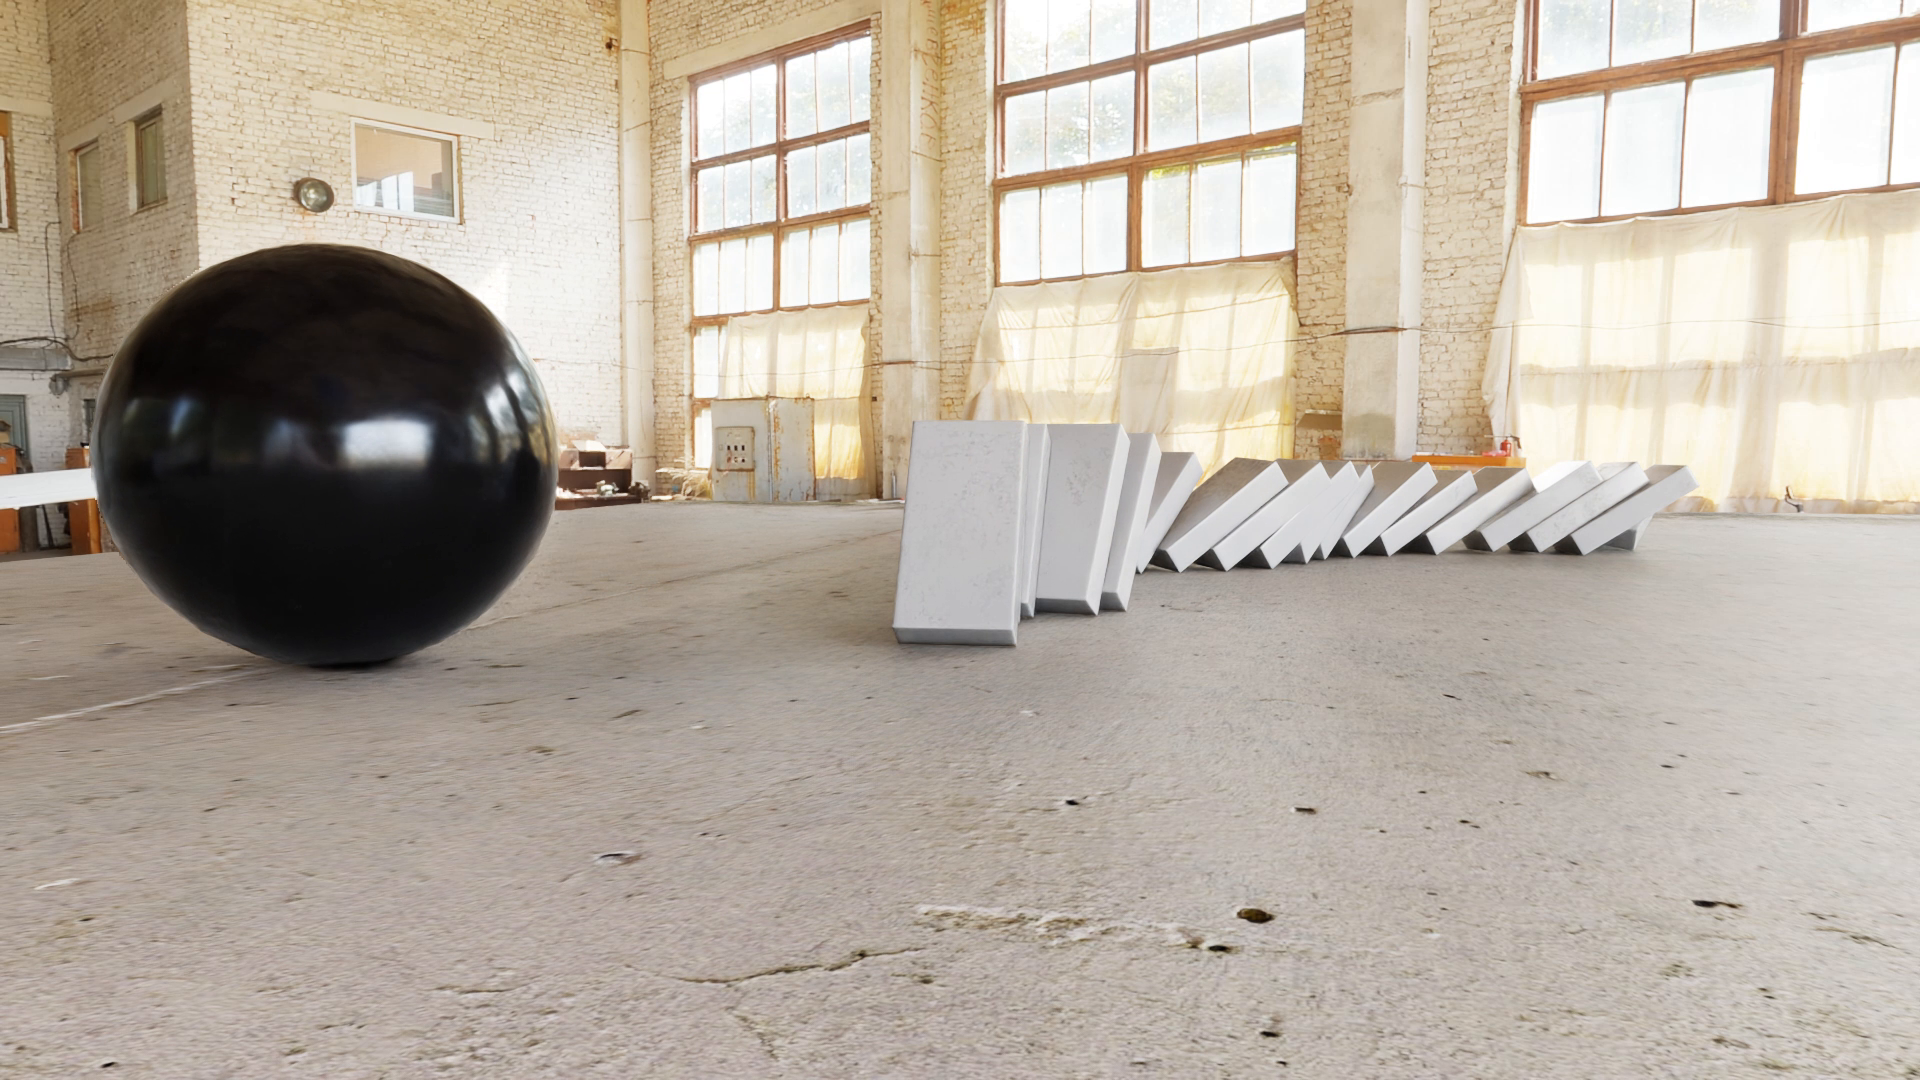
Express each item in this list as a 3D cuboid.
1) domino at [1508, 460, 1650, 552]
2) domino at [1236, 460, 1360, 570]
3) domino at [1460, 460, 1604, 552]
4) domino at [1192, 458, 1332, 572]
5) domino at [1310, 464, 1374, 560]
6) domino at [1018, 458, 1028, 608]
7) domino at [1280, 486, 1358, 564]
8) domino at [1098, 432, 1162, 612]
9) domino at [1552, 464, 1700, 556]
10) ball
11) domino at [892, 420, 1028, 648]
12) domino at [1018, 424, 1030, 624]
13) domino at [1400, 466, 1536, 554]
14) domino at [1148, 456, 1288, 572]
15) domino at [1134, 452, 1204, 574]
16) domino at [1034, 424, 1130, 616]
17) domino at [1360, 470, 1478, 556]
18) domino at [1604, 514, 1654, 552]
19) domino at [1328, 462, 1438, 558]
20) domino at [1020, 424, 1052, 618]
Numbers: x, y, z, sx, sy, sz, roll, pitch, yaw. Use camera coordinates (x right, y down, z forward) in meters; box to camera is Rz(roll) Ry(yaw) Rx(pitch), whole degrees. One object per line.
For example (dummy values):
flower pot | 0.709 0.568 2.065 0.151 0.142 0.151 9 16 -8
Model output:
domino | 0.240 -0.013 0.502 0.050 0.010 0.025 -33 2 0
domino | 0.115 -0.010 0.453 0.050 0.009 0.025 -40 22 -21
domino | 0.223 -0.013 0.503 0.050 0.010 0.025 -33 2 1
domino | 0.101 -0.009 0.443 0.050 0.010 0.025 -37 18 -13
domino | 0.136 -0.011 0.489 0.025 0.010 0.050 3 37 41
domino | 0.002 -0.004 0.300 0.025 0.050 0.010 1 -27 8
domino | 0.125 -0.010 0.474 0.025 0.010 0.050 3 36 41
domino | 0.036 -0.006 0.340 0.025 0.050 0.009 2 -33 25
domino | 0.256 -0.012 0.498 0.050 0.009 0.025 -32 2 4
ball | -0.118 -0.016 0.246 0.080 0.080 0.080 0 4 0
domino | 0.001 -0.002 0.278 0.025 0.050 0.009 1 -27 8
domino | 0.003 -0.005 0.311 0.025 0.050 0.010 1 -27 8
domino | 0.198 -0.012 0.506 0.050 0.009 0.025 -32 11 -10
domino | 0.085 -0.009 0.439 0.050 0.010 0.025 -38 18 -12
domino | 0.061 -0.010 0.439 0.025 0.010 0.050 4 46 42
domino | 0.026 -0.006 0.329 0.025 0.050 0.009 2 -26 25
domino | 0.175 -0.011 0.503 0.050 0.010 0.025 -32 16 -18
domino | 0.272 -0.014 0.530 0.025 0.010 0.050 16 37 34
domino | 0.157 -0.012 0.496 0.050 0.009 0.025 -38 19 -19
domino | 0.008 -0.005 0.322 0.025 0.050 0.009 1 -27 13
